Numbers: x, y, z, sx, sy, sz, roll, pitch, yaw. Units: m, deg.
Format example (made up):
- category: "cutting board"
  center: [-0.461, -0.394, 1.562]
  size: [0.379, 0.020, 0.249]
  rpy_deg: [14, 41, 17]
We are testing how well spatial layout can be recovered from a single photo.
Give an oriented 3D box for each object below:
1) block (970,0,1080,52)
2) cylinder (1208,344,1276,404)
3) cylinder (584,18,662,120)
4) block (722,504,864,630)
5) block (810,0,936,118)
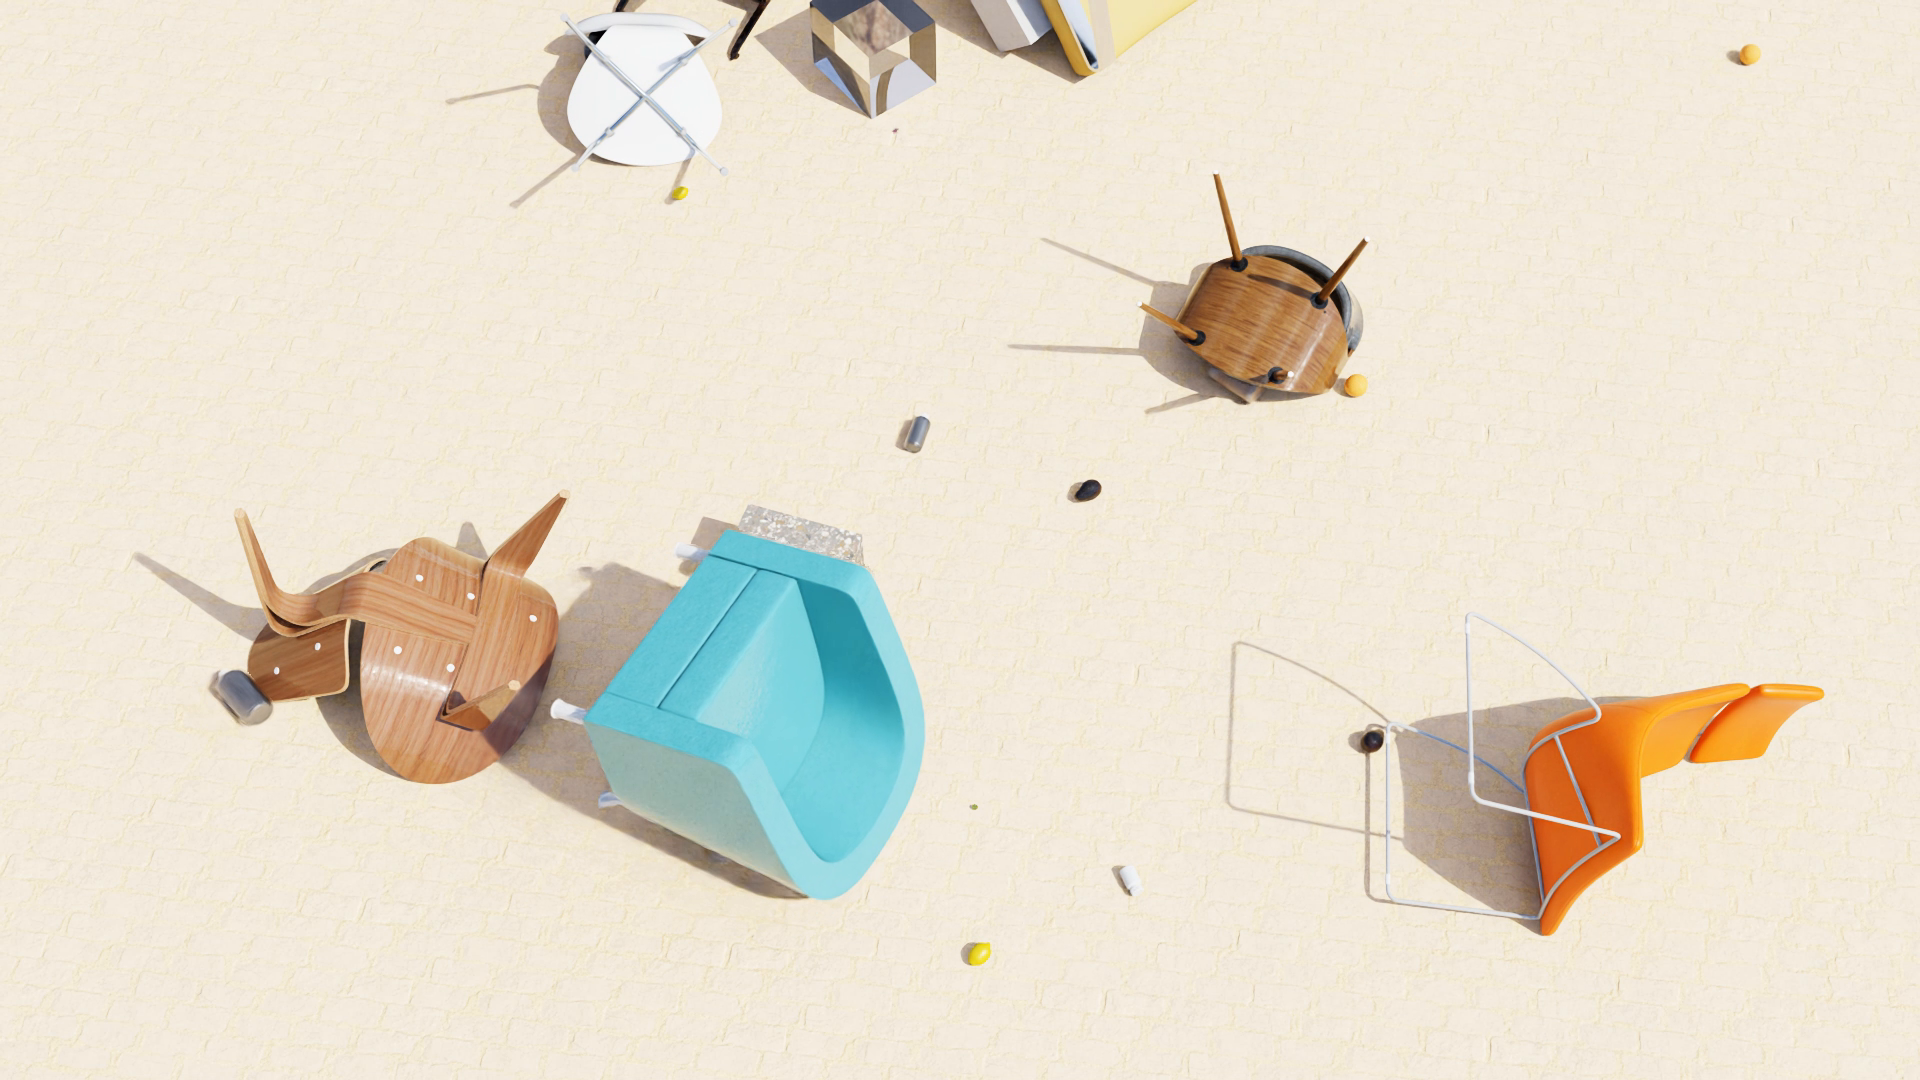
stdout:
- category: "block"
  center: [0.215, -1.894, 7.650]
  size: [0.262, 0.265, 0.188]
  rpy_deg: [-43, 24, -24]
- category: "cylinder"
  center: [0.882, -0.520, 6.874]
  size: [0.163, 0.081, 0.142]
  rpy_deg: [36, 65, 21]
- category: "cylinder"
  center: [-1.156, -1.618, 7.551]
  size: [0.244, 0.180, 0.305]
  rpy_deg: [-9, 57, -6]
- category: "block"
  center: [-0.481, 0.078, 6.398]
  size: [0.352, 0.205, 0.209]
  rpy_deg: [15, 57, 10]
- category: "block"
  center: [-0.296, -1.705, 7.545]
  size: [0.281, 0.286, 0.339]
  rpy_deg: [-33, 62, -20]
